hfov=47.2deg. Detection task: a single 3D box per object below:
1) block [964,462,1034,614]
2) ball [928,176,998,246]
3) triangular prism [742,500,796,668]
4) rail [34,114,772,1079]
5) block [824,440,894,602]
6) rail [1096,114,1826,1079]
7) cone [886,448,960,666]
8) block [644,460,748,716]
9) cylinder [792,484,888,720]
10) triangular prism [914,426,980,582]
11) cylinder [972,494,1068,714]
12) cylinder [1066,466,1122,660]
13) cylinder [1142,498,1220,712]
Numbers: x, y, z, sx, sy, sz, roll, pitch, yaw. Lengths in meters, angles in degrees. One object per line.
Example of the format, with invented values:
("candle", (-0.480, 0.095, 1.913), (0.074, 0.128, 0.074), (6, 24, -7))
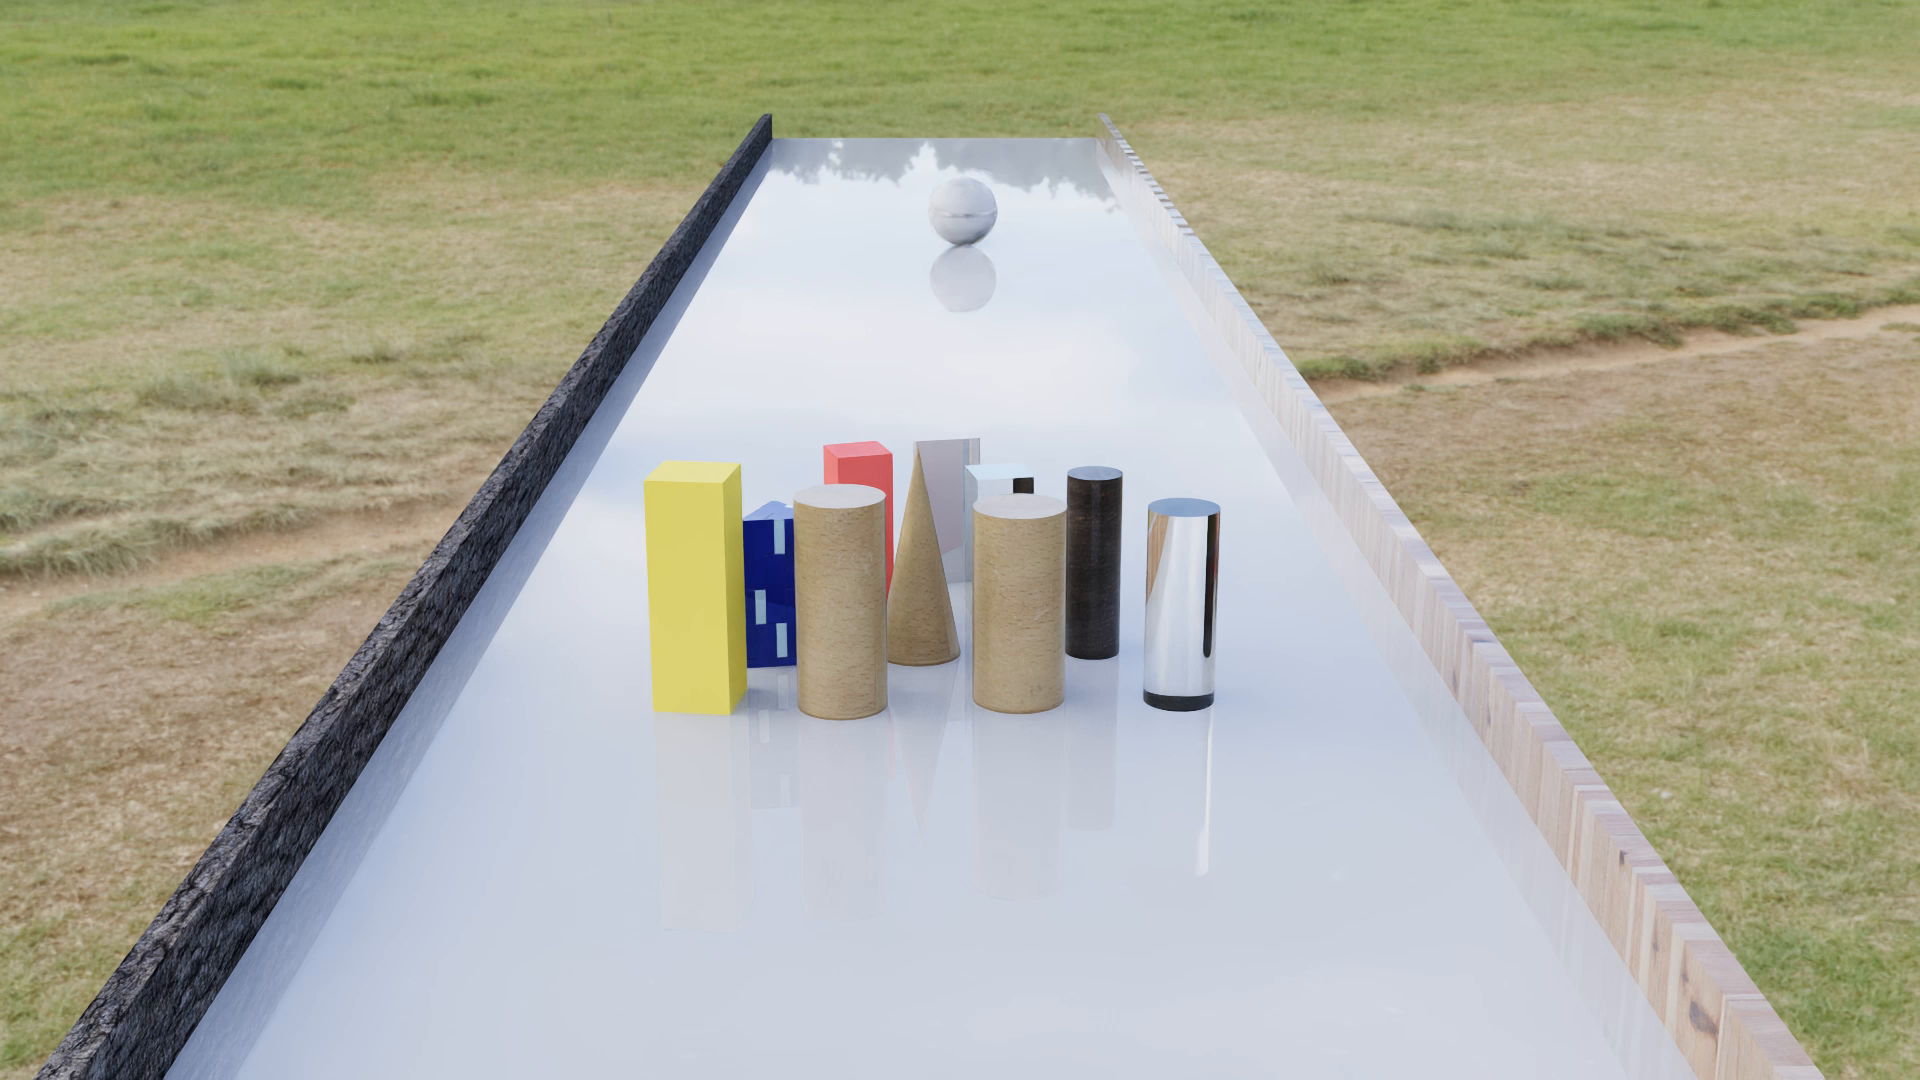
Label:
("block", (0.082, 0.005, 4.663), (0.120, 0.312, 0.120), (-4, 17, -12))
("ball", (0.013, -1.414, 9.459), (0.298, 0.298, 0.298), (0, 17, 0))
("triangular prism", (-0.363, 0.085, 4.405), (0.154, 0.305, 0.133), (-3, 17, -10))
("rail", (-1.118, -0.838, 7.780), (0.050, 0.150, 12.000), (0, 17, -1))
("block", (-0.213, -0.015, 4.639), (0.118, 0.364, 0.118), (-5, 17, -17))
("rail", (0.932, -0.844, 7.801), (0.050, 0.150, 12.000), (0, 17, -1))
("cone", (-0.083, 0.019, 4.398), (0.170, 0.436, 0.170), (0, 17, 0))
("block", (-0.495, 0.089, 4.138), (0.148, 0.450, 0.148), (2, 17, 7))
("cylinder", (-0.223, 0.115, 4.119), (0.171, 0.411, 0.171), (0, 17, 0))
("triangular prism", (-0.041, -0.080, 4.917), (0.147, 0.330, 0.127), (-3, 17, -11))
("cylinder", (0.112, 0.119, 4.157), (0.176, 0.381, 0.176), (0, 17, 0))
("cylinder", (0.268, 0.046, 4.416), (0.111, 0.374, 0.111), (0, 17, 0))
("cylinder", (0.418, 0.122, 4.149), (0.136, 0.381, 0.136), (0, 17, 0))
